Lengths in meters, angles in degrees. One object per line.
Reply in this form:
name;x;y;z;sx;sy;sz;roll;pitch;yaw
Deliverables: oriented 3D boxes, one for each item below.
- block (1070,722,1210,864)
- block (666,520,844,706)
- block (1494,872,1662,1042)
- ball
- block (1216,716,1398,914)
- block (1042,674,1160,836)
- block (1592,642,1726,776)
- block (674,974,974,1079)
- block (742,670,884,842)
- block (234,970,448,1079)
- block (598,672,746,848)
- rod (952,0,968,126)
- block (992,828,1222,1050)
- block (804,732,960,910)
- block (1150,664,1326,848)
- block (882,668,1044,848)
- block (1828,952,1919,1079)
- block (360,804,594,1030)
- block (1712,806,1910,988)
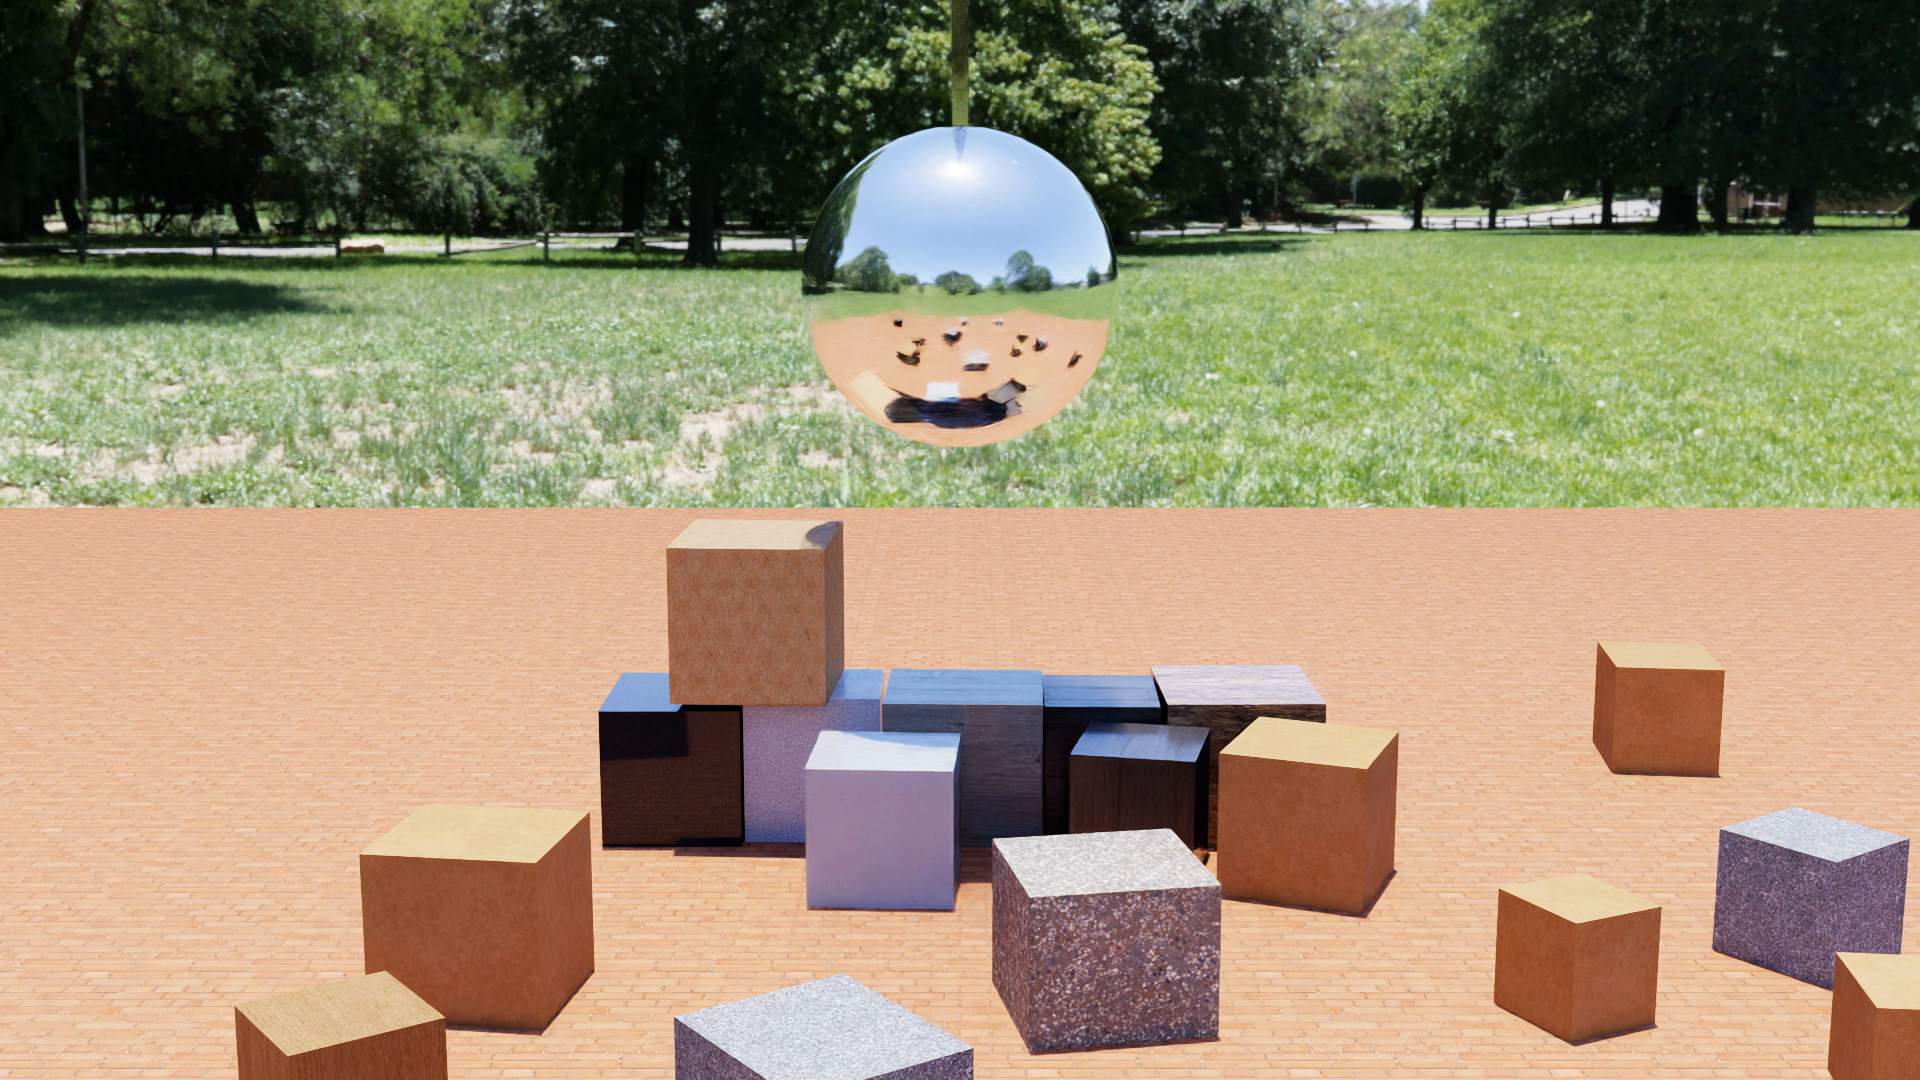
block;0.879;1.286;10.702;0.596;0.640;0.623;2;11;12
block;-1.026;0.357;11.224;0.779;0.788;0.827;1;10;3
block;2.499;1.685;8.919;0.438;0.494;0.462;-5;11;-26
ball;0.000;-1.264;11.018;1.600;1.600;1.600;0;10;0
block;1.663;1.298;10.489;0.692;0.694;0.711;4;11;22
block;0.720;1.126;11.383;0.579;0.713;0.662;0;10;1
block;3.993;0.956;12.606;0.584;0.608;0.652;1;10;7
block;-0.439;1.912;7.010;0.643;0.729;0.758;-7;13;-35
block;-0.743;1.107;11.388;0.687;0.747;0.634;0;10;0
block;-2.184;1.897;7.778;0.559;0.485;0.545;-7;13;-36
block;-1.449;1.127;11.400;0.703;0.704;0.806;0;10;0
rod;0.000;-4.602;10.373;0.080;5.200;0.080;0;11;0
block;0.581;1.610;8.958;0.770;0.628;0.735;-2;10;-10
block;-0.354;1.320;10.455;0.684;0.661;0.664;1;10;3
block;1.418;1.108;11.390;0.789;0.744;0.826;0;10;-1
block;0.025;1.116;11.355;0.800;0.741;0.733;0;10;2
block;3.548;1.849;8.075;0.529;0.473;0.548;1;10;7
block;-1.983;1.546;9.111;0.733;0.699;0.683;2;10;8
block;3.694;1.540;9.557;0.545;0.551;0.562;-7;13;-35
